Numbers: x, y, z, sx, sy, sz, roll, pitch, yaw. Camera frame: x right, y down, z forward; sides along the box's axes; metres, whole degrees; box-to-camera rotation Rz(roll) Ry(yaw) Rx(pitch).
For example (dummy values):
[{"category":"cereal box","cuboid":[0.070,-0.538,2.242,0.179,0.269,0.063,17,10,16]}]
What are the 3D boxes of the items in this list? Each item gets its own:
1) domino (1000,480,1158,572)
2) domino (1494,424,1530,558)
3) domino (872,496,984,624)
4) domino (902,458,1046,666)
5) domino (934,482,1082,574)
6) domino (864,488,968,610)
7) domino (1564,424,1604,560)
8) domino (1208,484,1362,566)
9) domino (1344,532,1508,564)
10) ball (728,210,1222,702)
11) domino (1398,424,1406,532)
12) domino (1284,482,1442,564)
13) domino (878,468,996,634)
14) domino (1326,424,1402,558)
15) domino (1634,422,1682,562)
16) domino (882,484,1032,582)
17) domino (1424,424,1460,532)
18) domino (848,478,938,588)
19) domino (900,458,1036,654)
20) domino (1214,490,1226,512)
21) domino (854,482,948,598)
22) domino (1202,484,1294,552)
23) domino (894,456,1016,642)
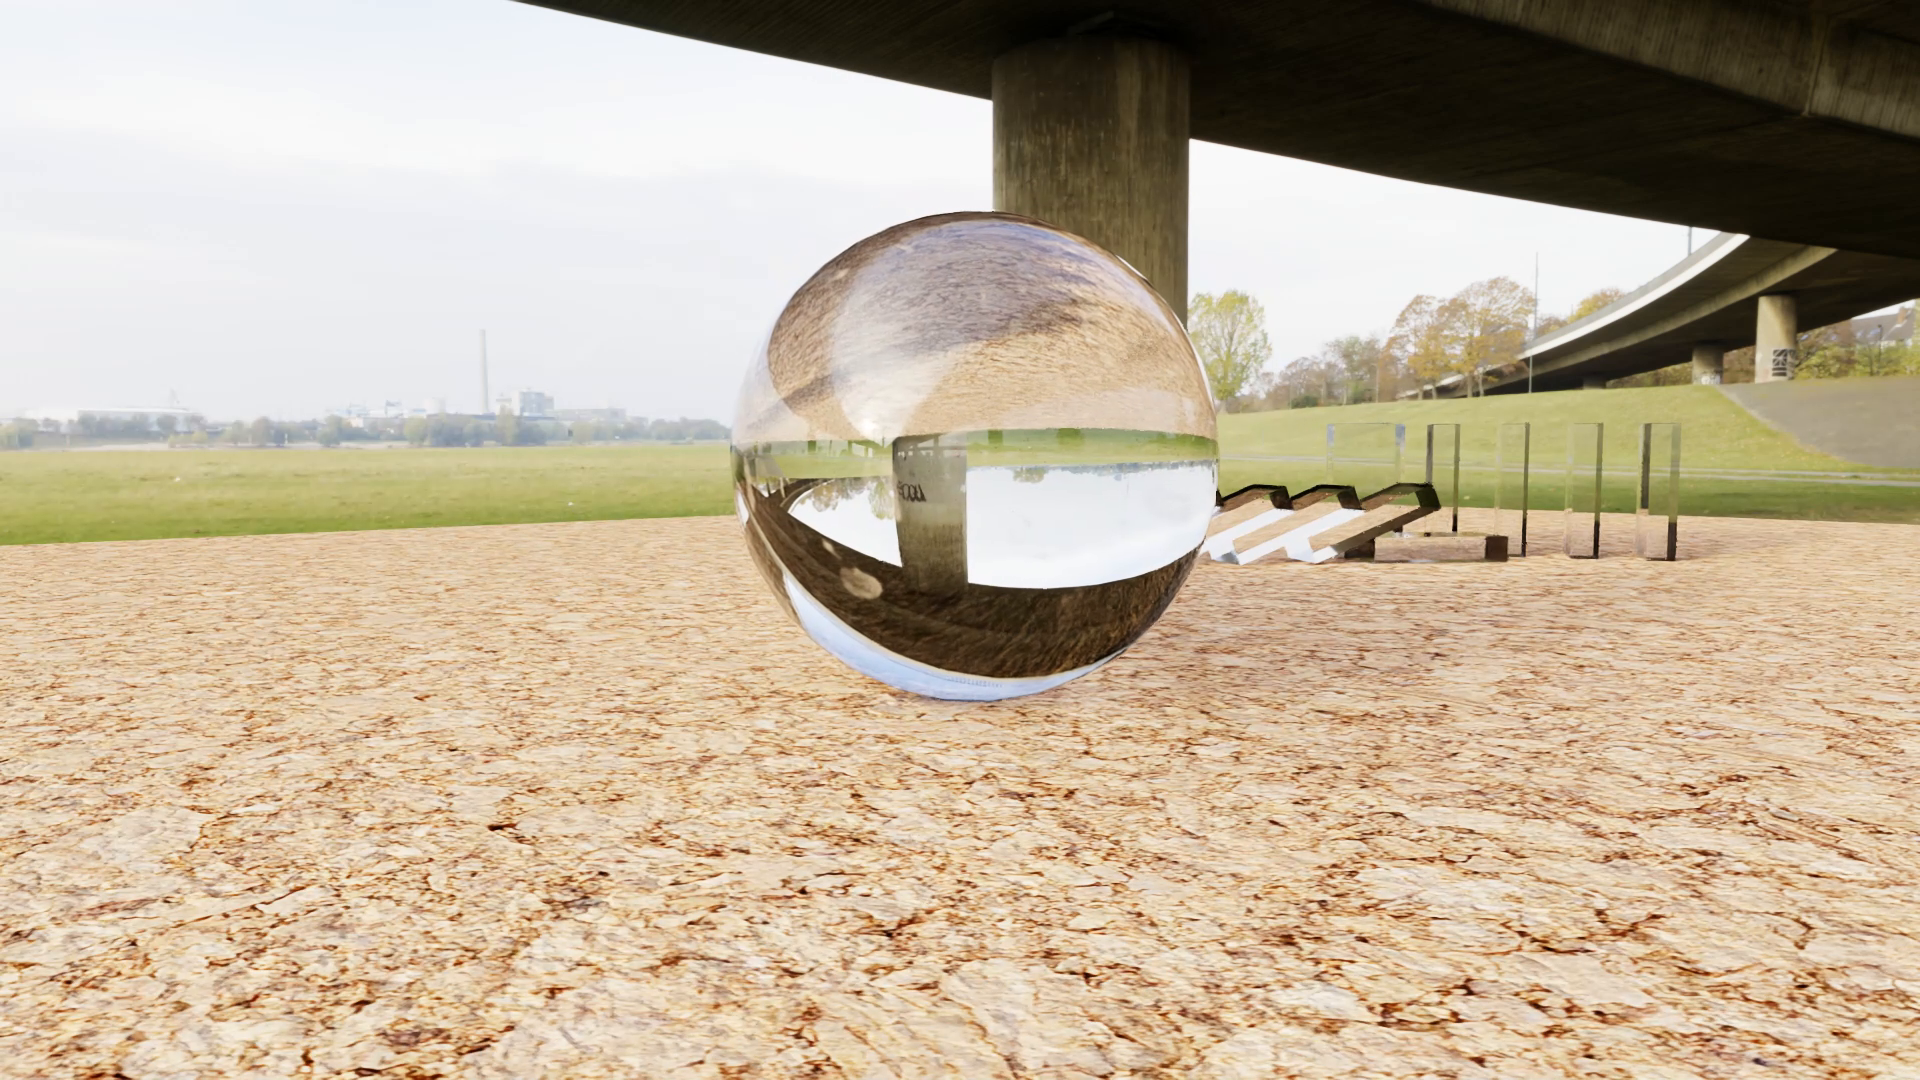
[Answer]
[{"category":"domino","cuboid":[0.042,-0.006,0.449,0.050,0.010,0.025,-30,18,-25]},{"category":"domino","cuboid":[0.211,-0.019,0.492,0.010,0.050,0.025,1,5,18]},{"category":"domino","cuboid":[-0.009,0.004,0.326,0.025,0.009,0.050,0,28,-6]},{"category":"domino","cuboid":[0.002,0.003,0.261,0.025,0.010,0.050,0,44,-5]},{"category":"domino","cuboid":[0.017,-0.005,0.439,0.025,0.010,0.050,2,28,41]},{"category":"domino","cuboid":[-0.013,0.001,0.351,0.025,0.009,0.050,-1,29,-6]},{"category":"domino","cuboid":[0.235,-0.019,0.484,0.009,0.050,0.025,2,5,20]},{"category":"domino","cuboid":[0.116,-0.006,0.464,0.050,0.010,0.025,-23,9,-10]},{"category":"domino","cuboid":[0.170,0.003,0.469,0.050,0.009,0.025,-1,4,-7]},{"category":"ball","cuboid":[0.002,-0.013,0.212,0.080,0.080,0.080,0,4,0]},{"category":"domino","cuboid":[0.163,-0.020,0.503,0.009,0.050,0.025,-1,4,-11]},{"category":"domino","cuboid":[0.145,-0.007,0.465,0.050,0.009,0.025,-23,7,-6]},{"category":"domino","cuboid":[-0.006,0.001,0.306,0.025,0.010,0.050,0,39,-5]},{"category":"domino","cuboid":[0.152,-0.019,0.484,0.025,0.050,0.010,0,4,0]},{"category":"domino","cuboid":[0.258,-0.018,0.476,0.010,0.050,0.025,1,5,19]},{"category":"domino","cuboid":[0.000,-0.003,0.419,0.025,0.009,0.050,3,29,35]},{"category":"domino","cuboid":[0.187,-0.020,0.499,0.009,0.050,0.025,1,4,15]},{"category":"domino","cuboid":[-0.021,-0.003,0.399,0.025,0.010,0.050,-4,30,-4]},{"category":"domino","cuboid":[0.001,0.002,0.276,0.025,0.009,0.050,-1,44,-5]},{"category":"domino","cuboid":[0.066,-0.006,0.456,0.050,0.010,0.025,-26,12,-17]},{"category":"domino","cuboid":[-0.018,-0.001,0.375,0.025,0.010,0.050,-2,29,-5]},{"category":"domino","cuboid":[0.091,-0.006,0.460,0.050,0.009,0.025,-24,9,-11]},{"category":"domino","cuboid":[-0.002,0.001,0.290,0.025,0.010,0.050,1,44,-4]}]
